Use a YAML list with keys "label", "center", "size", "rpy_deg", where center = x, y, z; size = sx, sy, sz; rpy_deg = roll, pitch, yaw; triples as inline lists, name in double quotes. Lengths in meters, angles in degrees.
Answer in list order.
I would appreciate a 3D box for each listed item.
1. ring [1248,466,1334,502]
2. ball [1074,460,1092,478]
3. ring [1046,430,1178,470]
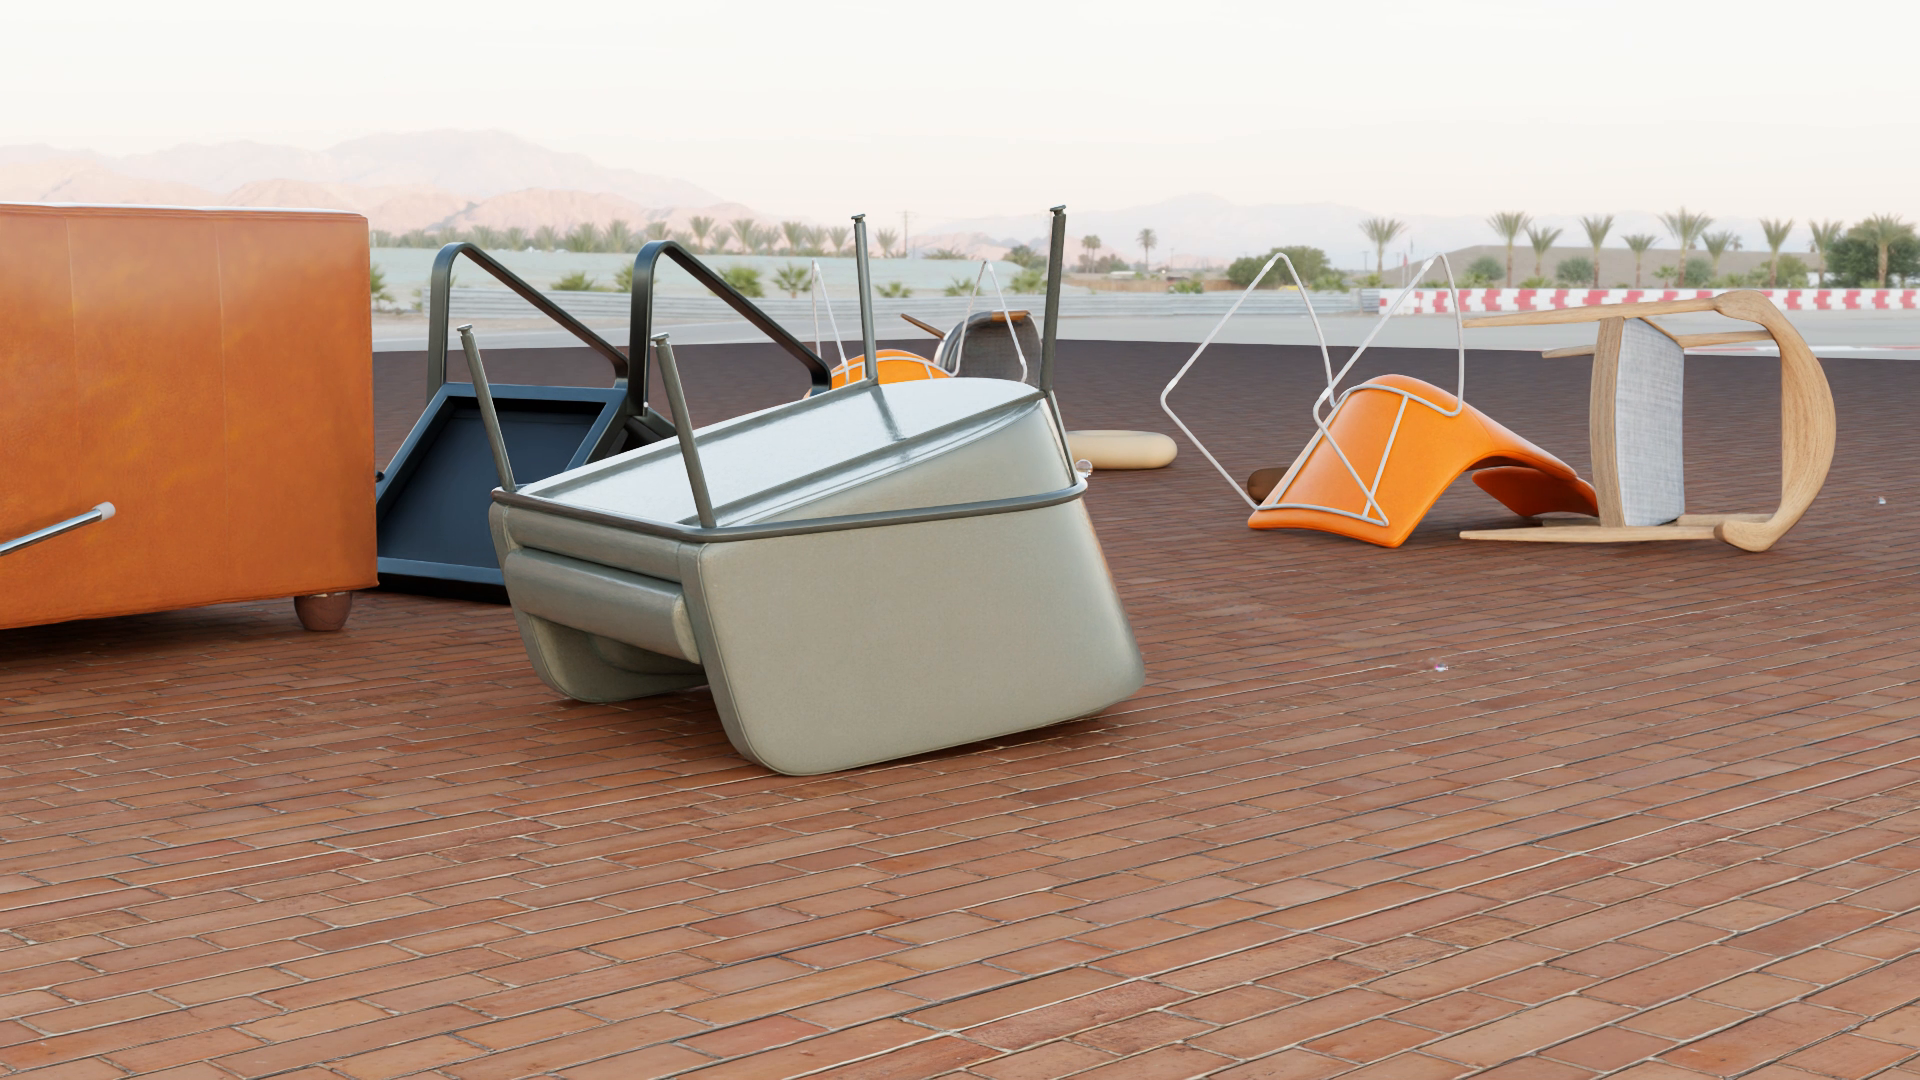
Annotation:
- label: "ring"
  center: [0.972, -0.164, 7.548]
  size: [0.166, 0.095, 0.360]
  rpy_deg: [3, 6, 44]
- label: "ball"
  center: [0.403, -0.232, 8.373]
  size: [0.060, 0.060, 0.060]
  rpy_deg: [0, 6, 0]
- label: "ring"
  center: [0.524, -0.311, 8.869]
  size: [0.465, 0.119, 0.403]
  rpy_deg: [-1, 7, -17]
